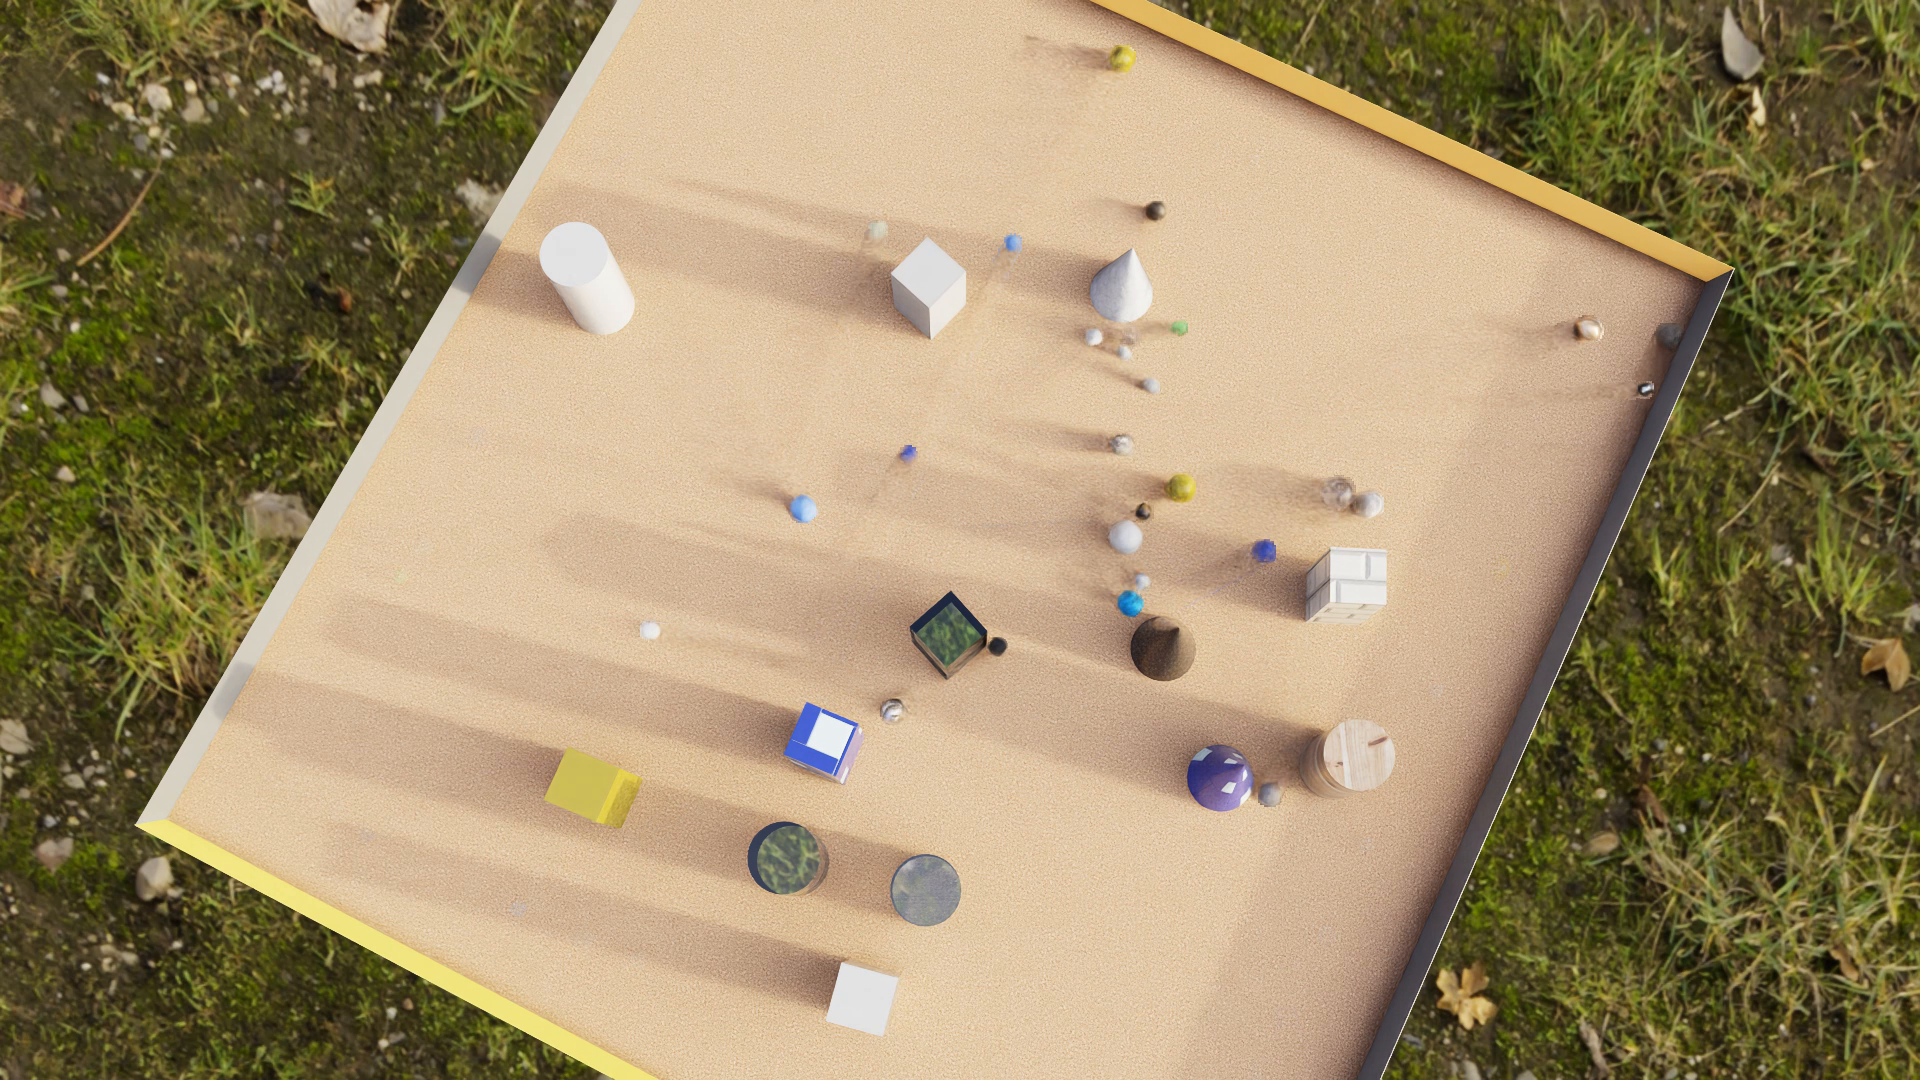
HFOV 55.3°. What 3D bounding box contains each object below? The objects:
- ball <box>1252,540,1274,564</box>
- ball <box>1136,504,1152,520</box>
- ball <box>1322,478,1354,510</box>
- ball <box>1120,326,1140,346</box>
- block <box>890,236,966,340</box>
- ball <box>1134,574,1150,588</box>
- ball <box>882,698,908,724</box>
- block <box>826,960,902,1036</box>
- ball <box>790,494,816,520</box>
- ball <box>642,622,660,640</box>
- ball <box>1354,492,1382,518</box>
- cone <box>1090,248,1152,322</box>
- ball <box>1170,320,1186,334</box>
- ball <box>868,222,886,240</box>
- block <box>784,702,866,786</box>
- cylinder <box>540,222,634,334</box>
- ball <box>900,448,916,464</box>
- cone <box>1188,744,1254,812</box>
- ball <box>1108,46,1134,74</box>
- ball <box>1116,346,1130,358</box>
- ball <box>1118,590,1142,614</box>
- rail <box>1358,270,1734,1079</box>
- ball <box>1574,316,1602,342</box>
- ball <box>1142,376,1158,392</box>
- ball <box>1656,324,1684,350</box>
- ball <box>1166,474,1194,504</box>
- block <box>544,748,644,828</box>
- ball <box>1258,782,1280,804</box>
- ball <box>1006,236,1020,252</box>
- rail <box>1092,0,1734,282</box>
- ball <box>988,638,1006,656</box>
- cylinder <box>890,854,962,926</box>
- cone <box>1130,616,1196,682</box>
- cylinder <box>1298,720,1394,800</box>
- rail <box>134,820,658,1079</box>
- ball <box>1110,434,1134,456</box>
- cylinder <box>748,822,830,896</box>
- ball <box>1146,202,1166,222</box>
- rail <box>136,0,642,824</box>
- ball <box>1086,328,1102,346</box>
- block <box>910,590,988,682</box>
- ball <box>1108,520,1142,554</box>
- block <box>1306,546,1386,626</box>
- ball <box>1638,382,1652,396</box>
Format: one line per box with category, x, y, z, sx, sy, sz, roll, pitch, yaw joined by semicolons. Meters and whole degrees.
ball;0.922;0.036;5.574;0.069;0.069;0.069;0;78;0
ball;0.562;-0.086;5.608;0.052;0.052;0.052;0;78;0
ball;1.155;-0.143;5.596;0.097;0.097;0.097;0;78;0
ball;0.530;-0.636;5.717;0.061;0.061;0.061;0;78;0
block;-0.094;-0.768;5.619;0.159;0.306;0.159;43;81;8
ball;0.554;0.123;5.568;0.045;0.045;0.045;0;78;0
ball;-0.195;0.510;5.473;0.075;0.075;0.075;0;78;0
block;-0.265;1.283;5.149;0.159;0.395;0.159;15;79;3
ball;-0.480;-0.099;5.597;0.078;0.078;0.078;0;78;0
ball;-0.934;0.274;5.532;0.055;0.055;0.055;0;78;0
ball;1.248;-0.108;5.597;0.082;0.082;0.082;0;78;0
cone;0.509;-0.821;5.584;0.199;0.397;0.199;0;78;0
ball;0.682;-0.664;5.731;0.045;0.045;0.045;0;78;0
ball;-0.260;-0.978;5.791;0.055;0.055;0.055;0;78;0
block;-0.388;0.594;5.304;0.159;0.373;0.159;22;79;4
cylinder;-1.124;-0.786;5.551;0.199;0.448;0.199;0;78;0
ball;-0.161;-0.261;5.646;0.049;0.049;0.049;0;78;0
cone;0.777;0.662;5.237;0.199;0.475;0.199;0;78;0
ball;0.518;-1.545;5.893;0.085;0.085;0.085;0;78;0
ball;0.508;-0.586;5.717;0.041;0.041;0.041;0;78;0
ball;0.511;0.189;5.541;0.072;0.072;0.072;0;78;0
rail;1.553;0.767;5.391;0.045;0.129;3.663;26;80;5
ball;1.956;-0.656;5.712;0.079;0.079;0.079;0;78;0
ball;0.591;-0.483;5.693;0.047;0.047;0.047;0;78;0
ball;2.210;-0.634;5.708;0.079;0.079;0.079;0;78;0
ball;0.672;-0.156;5.603;0.089;0.089;0.089;0;78;0
block;-1.048;0.716;5.270;0.159;0.389;0.159;22;79;4
ball;0.918;0.752;5.428;0.064;0.064;0.064;0;78;0
ball;0.166;-0.937;5.786;0.049;0.049;0.049;0;78;0
rail;0.808;-1.576;5.876;3.520;0.129;0.045;26;80;5
ball;0.111;0.324;5.522;0.053;0.053;0.053;0;78;0
cylinder;-0.095;1.006;5.253;0.199;0.303;0.199;0;78;0
cone;0.615;0.288;5.348;0.199;0.410;0.199;0;78;0
cylinder;1.111;0.637;5.288;0.199;0.385;0.199;0;78;0
rail;-0.808;1.590;5.220;3.520;0.129;0.045;26;80;5
ball;0.498;-0.292;5.642;0.069;0.069;0.069;0;78;0
cylinder;-0.486;0.914;5.231;0.199;0.385;0.199;0;78;0
ball;0.620;-1.038;5.800;0.062;0.062;0.062;0;78;0
rail;-1.553;-0.754;5.706;0.045;0.129;3.663;26;80;5
ball;0.418;-0.634;5.721;0.052;0.052;0.052;0;78;0
block;-0.033;0.285;5.405;0.159;0.298;0.159;-41;81;-8
ball;0.502;-0.010;5.568;0.099;0.099;0.099;0;78;0
block;1.134;0.139;5.398;0.159;0.372;0.159;3;78;1
ball;2.127;-0.469;5.691;0.045;0.045;0.045;0;78;0
